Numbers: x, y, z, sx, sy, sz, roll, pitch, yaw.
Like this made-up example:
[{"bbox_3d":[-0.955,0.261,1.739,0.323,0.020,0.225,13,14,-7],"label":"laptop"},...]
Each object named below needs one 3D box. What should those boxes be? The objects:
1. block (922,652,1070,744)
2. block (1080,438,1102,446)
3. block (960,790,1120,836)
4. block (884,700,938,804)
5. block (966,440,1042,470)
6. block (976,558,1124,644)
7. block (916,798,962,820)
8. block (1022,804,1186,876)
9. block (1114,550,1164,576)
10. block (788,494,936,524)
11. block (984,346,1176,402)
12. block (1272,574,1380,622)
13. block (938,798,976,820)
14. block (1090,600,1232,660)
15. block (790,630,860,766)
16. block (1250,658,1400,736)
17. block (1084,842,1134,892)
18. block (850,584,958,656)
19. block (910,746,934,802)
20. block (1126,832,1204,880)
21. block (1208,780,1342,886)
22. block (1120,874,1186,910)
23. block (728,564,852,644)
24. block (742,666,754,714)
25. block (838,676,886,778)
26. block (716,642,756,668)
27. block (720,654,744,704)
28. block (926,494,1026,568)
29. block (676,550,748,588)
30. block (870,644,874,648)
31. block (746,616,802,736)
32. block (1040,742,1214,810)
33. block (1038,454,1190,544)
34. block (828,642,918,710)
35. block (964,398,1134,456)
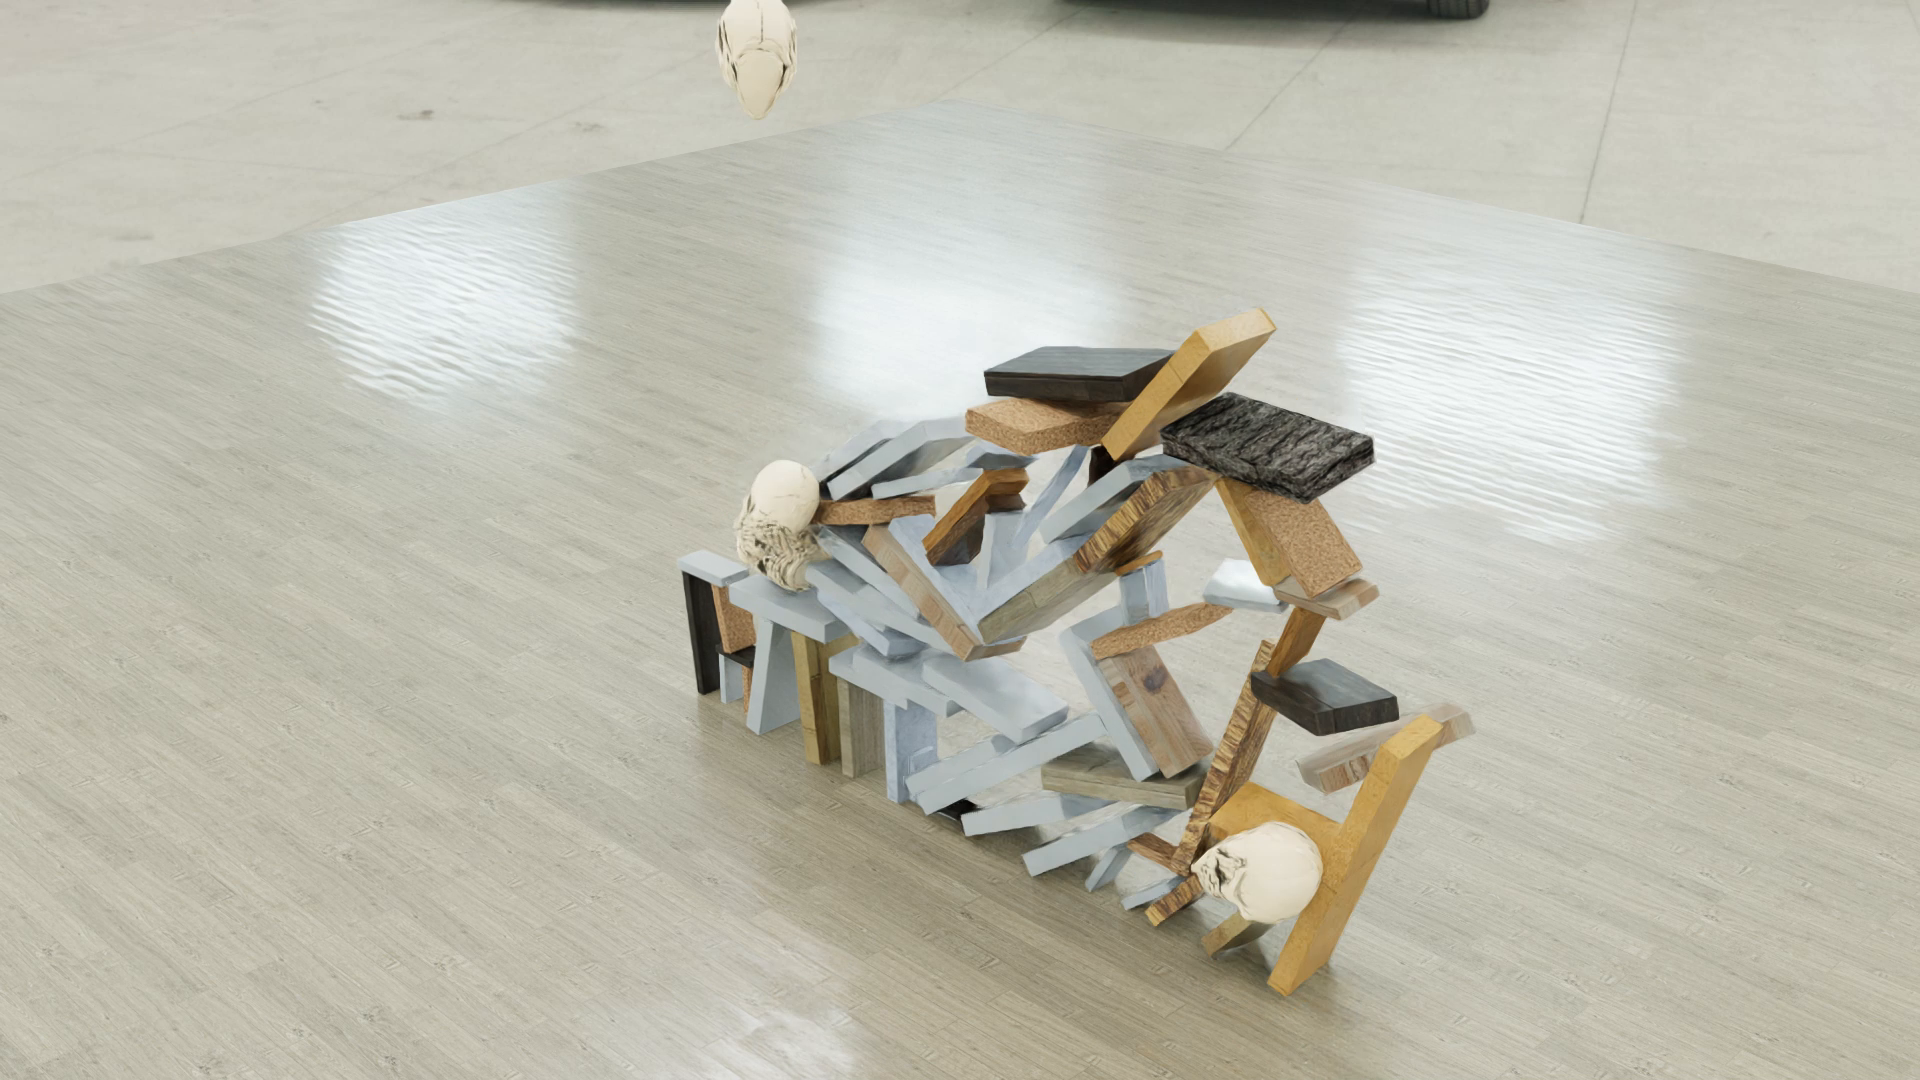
[{"bbox_3d":[0.068,0.295,4.289,0.268,0.038,0.134,32,39,34],"label":"block"},{"bbox_3d":[0.197,-0.205,3.912,0.078,0.022,0.157,-15,29,-41],"label":"block"},{"bbox_3d":[0.158,0.519,4.272,0.158,0.045,0.316,-13,-4,-38],"label":"block"},{"bbox_3d":[-0.099,0.413,4.489,0.115,0.230,0.033,-22,31,-39],"label":"block"},{"bbox_3d":[0.082,-0.161,4.163,0.104,0.030,0.209,5,-7,-9],"label":"block"},{"bbox_3d":[0.176,0.103,4.082,0.153,0.043,0.306,-14,-16,-38],"label":"block"},{"bbox_3d":[-0.029,0.538,4.474,0.107,0.015,0.054,17,28,35],"label":"block"},{"bbox_3d":[0.272,0.554,4.164,0.158,0.045,0.316,-20,-7,-39],"label":"block"},{"bbox_3d":[0.320,0.041,3.939,0.049,0.014,0.097,-23,-2,-28],"label":"block"},{"bbox_3d":[-0.203,-0.061,4.510,0.157,0.044,0.314,-7,4,-35],"label":"block"},{"bbox_3d":[0.215,-0.291,3.839,0.324,0.046,0.162,7,24,45],"label":"block"},{"bbox_3d":[0.604,0.084,3.639,0.086,0.024,0.172,-31,25,-22],"label":"block"},{"bbox_3d":[-0.025,0.532,4.448,0.107,0.015,0.054,20,30,39],"label":"block"},{"bbox_3d":[0.360,0.157,3.949,0.121,0.034,0.241,-23,2,-44],"label":"block"},{"bbox_3d":[-0.271,0.310,4.647,0.042,0.296,0.148,12,25,43],"label":"block"},{"bbox_3d":[0.619,0.266,3.755,0.146,0.041,0.293,-10,12,-12],"label":"block"},{"bbox_3d":[0.290,0.609,4.163,0.067,0.135,0.019,-20,60,-39],"label":"block"},{"bbox_3d":[-0.087,0.151,4.367,0.233,0.033,0.117,24,24,14],"label":"block"},{"bbox_3d":[-0.078,0.478,4.496,0.054,0.107,0.015,-19,31,-37],"label":"block"},{"bbox_3d":[0.382,0.582,4.067,0.135,0.019,0.068,25,18,29],"label":"block"},{"bbox_3d":[0.570,0.518,3.888,0.238,0.034,0.119,23,51,40],"label":"block"},{"bbox_3d":[0.367,0.651,4.097,0.067,0.019,0.135,-22,-8,-42],"label":"block"},{"bbox_3d":[-0.332,0.133,4.629,0.296,0.042,0.148,20,30,40],"label":"block"},{"bbox_3d":[-0.450,0.322,4.850,0.059,0.119,0.017,-21,31,-41],"label":"block"},{"bbox_3d":[-0.198,0.371,4.590,0.033,0.230,0.115,18,30,40],"label":"block"},{"bbox_3d":[-0.478,0.249,4.849,0.059,0.017,0.119,-21,31,-40],"label":"block"},{"bbox_3d":[-0.506,0.300,4.902,0.059,0.119,0.017,-21,31,-41],"label":"block"},{"bbox_3d":[0.030,-0.018,4.237,0.099,0.199,0.028,-4,58,-45],"label":"block"},{"bbox_3d":[-0.545,0.062,4.841,0.155,0.022,0.077,21,31,40],"label":"block"},{"bbox_3d":[-0.169,0.190,4.449,0.048,0.014,0.095,4,26,-26],"label":"block"},{"bbox_3d":[-0.376,0.269,4.745,0.148,0.296,0.042,-21,43,-40],"label":"block"},{"bbox_3d":[0.325,0.436,4.094,0.316,0.045,0.158,4,17,37],"label":"block"},{"bbox_3d":[0.271,-0.075,3.891,0.140,0.040,0.280,-12,-16,-36],"label":"block"},{"bbox_3d":[-0.147,0.273,4.479,0.230,0.033,0.115,22,33,39],"label":"block"},{"bbox_3d":[0.168,-0.212,3.833,0.297,0.042,0.148,-15,29,-41],"label":"block"}]
